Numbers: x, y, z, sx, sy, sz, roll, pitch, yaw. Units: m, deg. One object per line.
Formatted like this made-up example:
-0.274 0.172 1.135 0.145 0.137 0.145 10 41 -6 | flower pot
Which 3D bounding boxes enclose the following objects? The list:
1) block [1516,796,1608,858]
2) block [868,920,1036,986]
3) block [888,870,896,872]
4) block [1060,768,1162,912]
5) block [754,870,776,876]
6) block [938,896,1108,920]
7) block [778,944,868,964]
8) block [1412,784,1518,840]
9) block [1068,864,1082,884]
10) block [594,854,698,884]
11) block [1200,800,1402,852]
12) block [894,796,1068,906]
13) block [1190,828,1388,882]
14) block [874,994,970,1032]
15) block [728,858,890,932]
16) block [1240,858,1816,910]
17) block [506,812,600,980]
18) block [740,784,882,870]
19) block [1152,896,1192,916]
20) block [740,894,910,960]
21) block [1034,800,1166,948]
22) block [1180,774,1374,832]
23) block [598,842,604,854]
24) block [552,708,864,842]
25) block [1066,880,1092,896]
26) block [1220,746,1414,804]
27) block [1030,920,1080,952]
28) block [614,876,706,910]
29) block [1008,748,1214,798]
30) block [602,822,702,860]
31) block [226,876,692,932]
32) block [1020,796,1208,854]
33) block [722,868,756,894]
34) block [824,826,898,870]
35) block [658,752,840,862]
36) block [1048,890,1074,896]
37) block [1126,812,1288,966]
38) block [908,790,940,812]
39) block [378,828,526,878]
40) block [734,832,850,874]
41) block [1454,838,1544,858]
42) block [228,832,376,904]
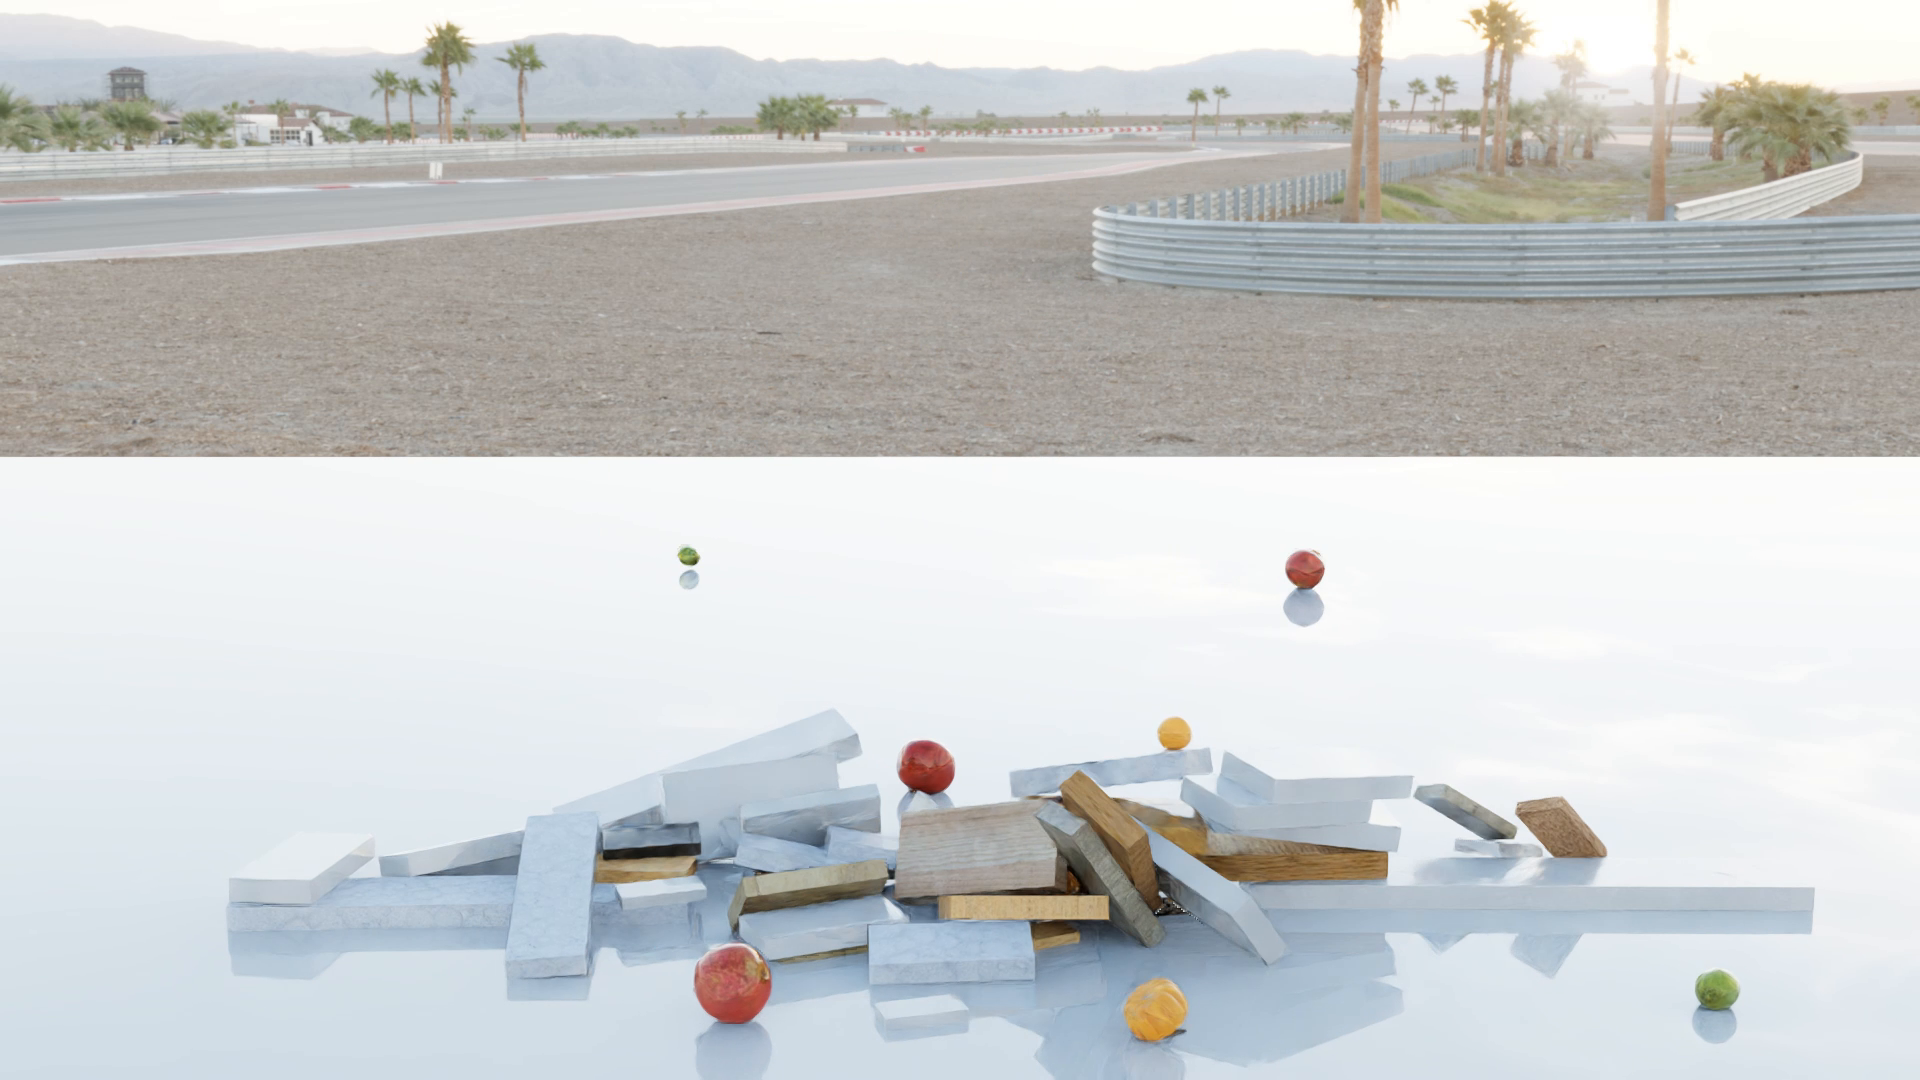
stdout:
1.020 0.494 3.727 0.083 0.166 0.024 -16 41 40 | block
-0.014 0.624 3.332 0.247 0.035 0.123 -2 18 -2 | block
-0.159 0.556 3.808 0.109 0.015 0.054 1 11 6 | block
0.236 0.478 3.423 0.042 0.295 0.148 -40 61 -14 | block
-0.274 0.565 3.667 0.136 0.019 0.068 12 9 -6 | block
0.097 0.575 3.440 0.247 0.035 0.123 2 -10 -10 | block
-0.197 0.628 3.416 0.191 0.018 0.062 -4 11 -22 | block
0.877 0.472 3.814 0.167 0.024 0.083 31 -18 -18 | block
0.193 0.552 3.652 0.099 0.014 0.050 15 13 -1 | block
-0.581 0.544 3.642 0.278 0.023 0.081 1 11 5 | block
0.560 0.457 3.670 0.316 0.045 0.158 7 11 -7 | block
0.035 0.504 3.555 0.295 0.148 0.042 -10 -29 28 | block
0.462 0.524 3.680 0.475 0.045 0.158 -1 11 -3 | block
-0.055 0.677 3.153 0.124 0.018 0.062 -3 11 -17 | block
-0.242 0.566 3.502 0.237 0.118 0.034 -5 55 -23 | block
0.934 0.571 3.659 0.919 0.041 0.143 0 11 1 | block
-0.646 0.559 3.508 0.118 0.034 0.458 -3 21 -6 | block
-0.256 0.494 3.786 0.238 0.119 0.034 -8 36 -13 | block
0.355 0.597 3.593 0.099 0.014 0.049 -2 11 -9 | block
-0.211 0.601 3.420 0.237 0.034 0.118 -5 11 -24 | block
0.219 0.521 3.429 0.035 0.247 0.123 -41 23 -14 | block
0.517 0.423 3.587 0.286 0.041 0.143 1 14 -32 | block
-0.644 0.541 3.761 0.161 0.023 0.081 -4 -22 -19 | block
-0.455 0.436 3.968 0.548 0.044 0.156 -19 18 -14 | block
0.207 0.572 3.648 0.099 0.014 0.050 14 14 -8 | block
0.588 0.385 3.620 0.286 0.041 0.143 2 13 -30 | block
0.118 0.623 3.445 0.124 0.018 0.062 -6 12 -28 | block
-0.481 0.566 3.532 0.136 0.019 0.068 -4 11 -19 | block
0.256 0.394 3.724 0.311 0.044 0.156 -9 -6 21 | block
-0.518 0.507 3.695 0.161 0.023 0.081 -3 18 -10 | block
-0.804 0.587 3.577 0.729 0.039 0.136 -1 11 -3 | block
0.255 0.477 3.692 0.316 0.045 0.158 1 11 5 | block
-0.329 0.572 3.713 0.068 0.019 0.136 8 13 38 | block
-0.107 0.531 3.720 0.239 0.034 0.119 11 2 -6 | block
-0.363 0.471 3.852 0.311 0.156 0.044 -5 -13 -19 | block
0.118 0.578 3.679 0.142 0.020 0.071 2 11 13 | block
0.367 0.541 3.416 0.042 0.148 0.295 -46 39 -12 | block
-0.066 0.498 4.010 0.015 0.054 0.109 26 0 -22 | block
-0.839 0.533 3.765 0.273 0.039 0.136 -8 -4 -36 | block
-0.253 0.538 3.672 0.239 0.034 0.119 12 2 -3 | block
0.927 0.531 3.783 0.083 0.024 0.167 2 -6 40 | block
-1.081 0.539 3.626 0.136 0.039 0.273 1 8 6 | block
